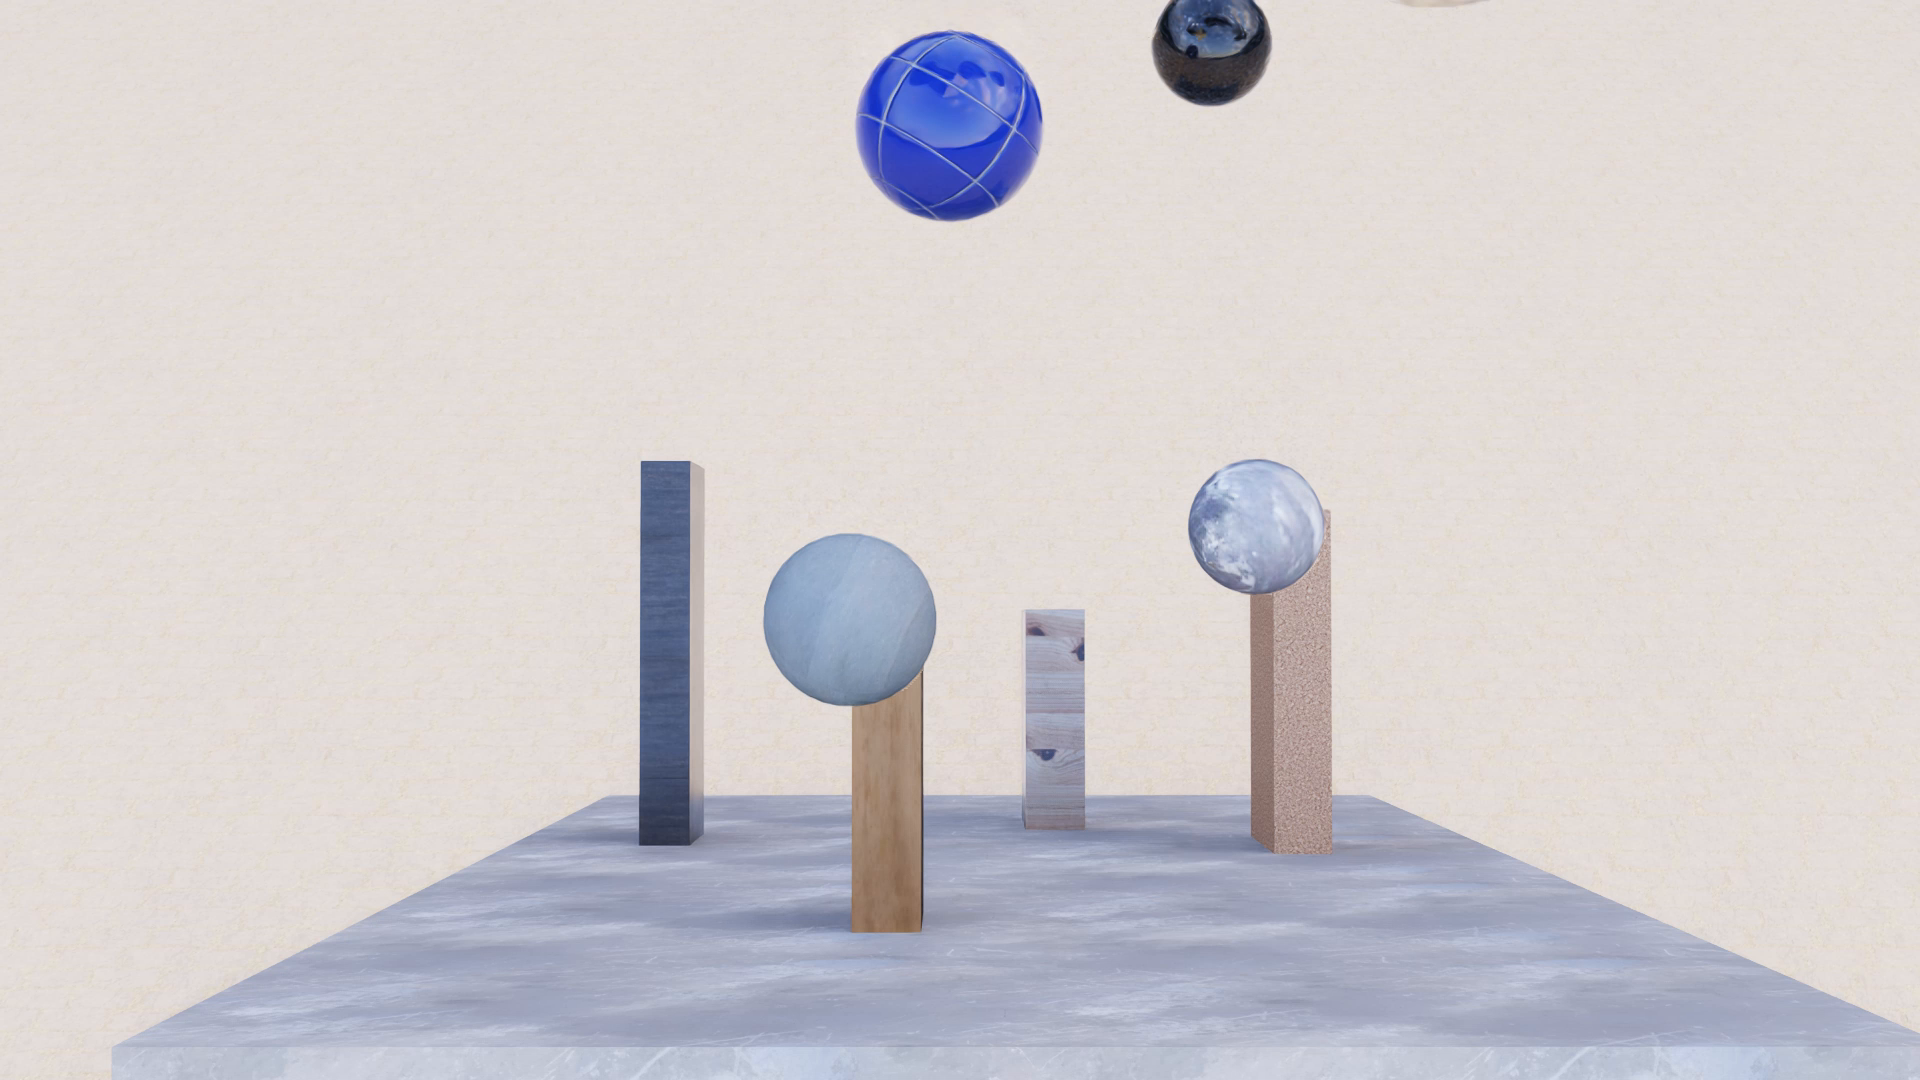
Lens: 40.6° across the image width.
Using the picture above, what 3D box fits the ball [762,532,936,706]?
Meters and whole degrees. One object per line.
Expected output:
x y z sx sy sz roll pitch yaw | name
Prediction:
-0.129 0.093 3.036 0.203 0.203 0.203 0 35 0 | ball

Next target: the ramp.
0.077 0.661 4.822 2.000 0.100 4.000 0 -2 0 | ramp

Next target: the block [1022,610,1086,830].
0.209 0.400 5.901 0.131 0.484 0.387 0 -2 0 | block

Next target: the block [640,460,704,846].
-0.605 0.236 5.472 0.103 0.789 0.297 0 -2 0 | block

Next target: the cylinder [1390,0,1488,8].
0.473 -0.604 2.501 0.141 0.141 0.141 -8 27 4 | cylinder

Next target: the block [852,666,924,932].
-0.109 0.363 3.988 0.103 0.446 0.265 0 -2 0 | block

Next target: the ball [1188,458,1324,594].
0.318 -0.015 2.793 0.146 0.146 0.146 0 35 0 | ball

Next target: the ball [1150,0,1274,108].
0.266 -0.522 2.742 0.129 0.129 0.129 0 35 0 | ball

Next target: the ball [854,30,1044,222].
-0.010 -0.387 2.435 0.178 0.178 0.178 0 35 0 | ball

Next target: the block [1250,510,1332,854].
0.678 0.285 5.343 0.114 0.681 0.413 0 -2 0 | block
